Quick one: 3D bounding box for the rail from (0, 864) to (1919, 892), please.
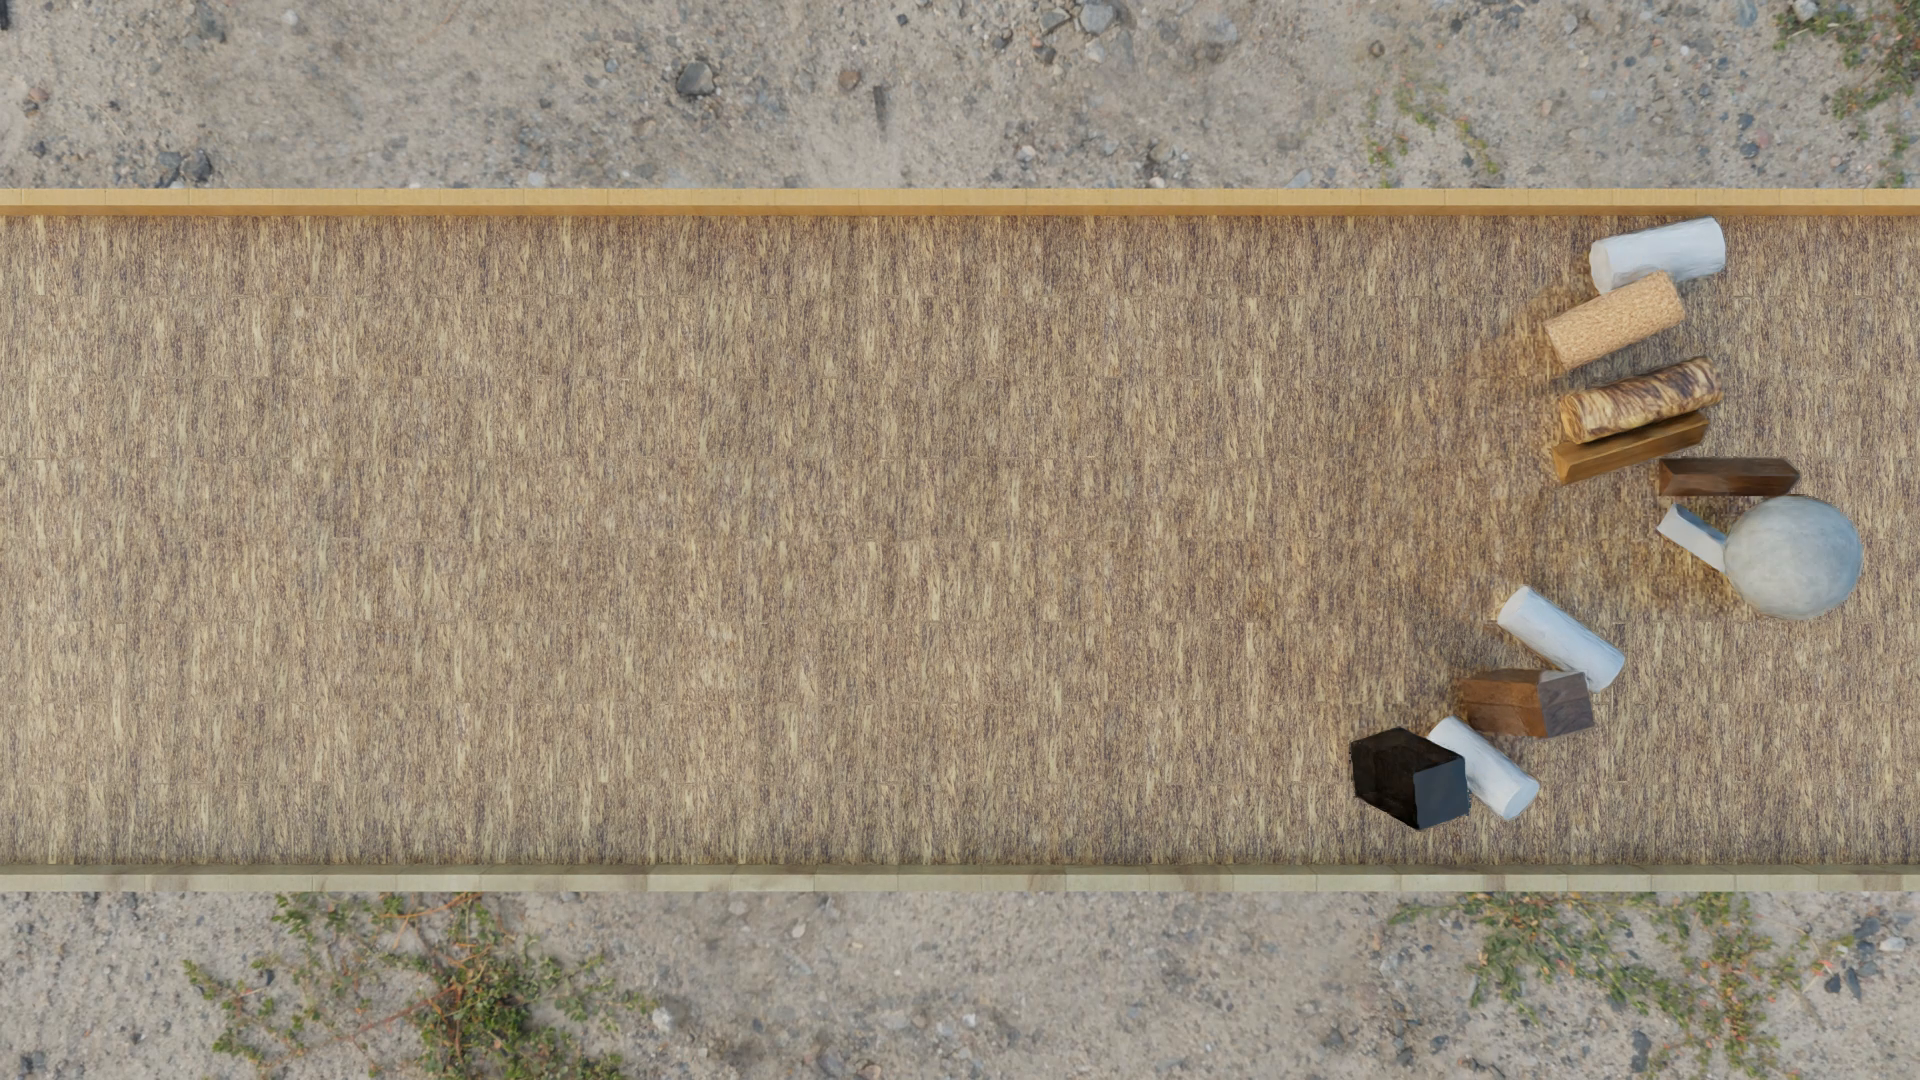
[{"bbox_3d":[-2.247,1.025,5.001,12.000,0.150,0.050,0,90,0],"label":"rail"}]

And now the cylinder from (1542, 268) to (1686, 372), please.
[{"bbox_3d":[1.954,-0.656,4.932,0.363,0.166,0.166,-25,90,19],"label":"cylinder"}]

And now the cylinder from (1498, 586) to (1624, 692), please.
[{"bbox_3d":[1.821,0.301,5.005,0.354,0.144,0.144,35,90,0],"label":"cylinder"}]

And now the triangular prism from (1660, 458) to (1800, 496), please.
[{"bbox_3d":[2.344,-0.194,5.025,0.382,0.097,0.113,0,90,0],"label":"triangular prism"}]

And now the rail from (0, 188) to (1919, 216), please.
[{"bbox_3d":[-2.247,-1.025,5.002,12.000,0.150,0.050,0,90,0],"label":"rail"}]

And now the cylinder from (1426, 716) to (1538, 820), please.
[{"bbox_3d":[1.553,0.676,4.922,0.146,0.146,0.314,-46,52,0],"label":"cylinder"}]

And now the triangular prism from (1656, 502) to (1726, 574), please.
[{"bbox_3d":[2.341,0.038,5.030,0.408,0.087,0.101,33,90,0],"label":"triangular prism"}]

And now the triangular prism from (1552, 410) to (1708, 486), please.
[{"bbox_3d":[2.046,-0.291,5.020,0.441,0.106,0.123,-17,90,0],"label":"triangular prism"}]

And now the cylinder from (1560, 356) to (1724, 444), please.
[{"bbox_3d":[2.063,-0.425,5.000,0.436,0.154,0.154,-16,90,0],"label":"cylinder"}]

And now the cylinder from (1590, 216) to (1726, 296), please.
[{"bbox_3d":[2.104,-0.856,4.982,0.337,0.172,0.172,-12,90,3],"label":"cylinder"}]

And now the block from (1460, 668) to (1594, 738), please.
[{"bbox_3d":[1.667,0.477,4.864,0.158,0.398,0.158,-11,90,-15],"label":"block"}]

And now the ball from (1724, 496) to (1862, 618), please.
[{"bbox_3d":[2.424,0.050,4.811,0.359,0.359,0.359,0,90,0],"label":"ball"}]

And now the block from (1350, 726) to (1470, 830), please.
[{"bbox_3d":[1.328,0.702,4.884,0.178,0.310,0.178,-15,105,-19],"label":"block"}]
